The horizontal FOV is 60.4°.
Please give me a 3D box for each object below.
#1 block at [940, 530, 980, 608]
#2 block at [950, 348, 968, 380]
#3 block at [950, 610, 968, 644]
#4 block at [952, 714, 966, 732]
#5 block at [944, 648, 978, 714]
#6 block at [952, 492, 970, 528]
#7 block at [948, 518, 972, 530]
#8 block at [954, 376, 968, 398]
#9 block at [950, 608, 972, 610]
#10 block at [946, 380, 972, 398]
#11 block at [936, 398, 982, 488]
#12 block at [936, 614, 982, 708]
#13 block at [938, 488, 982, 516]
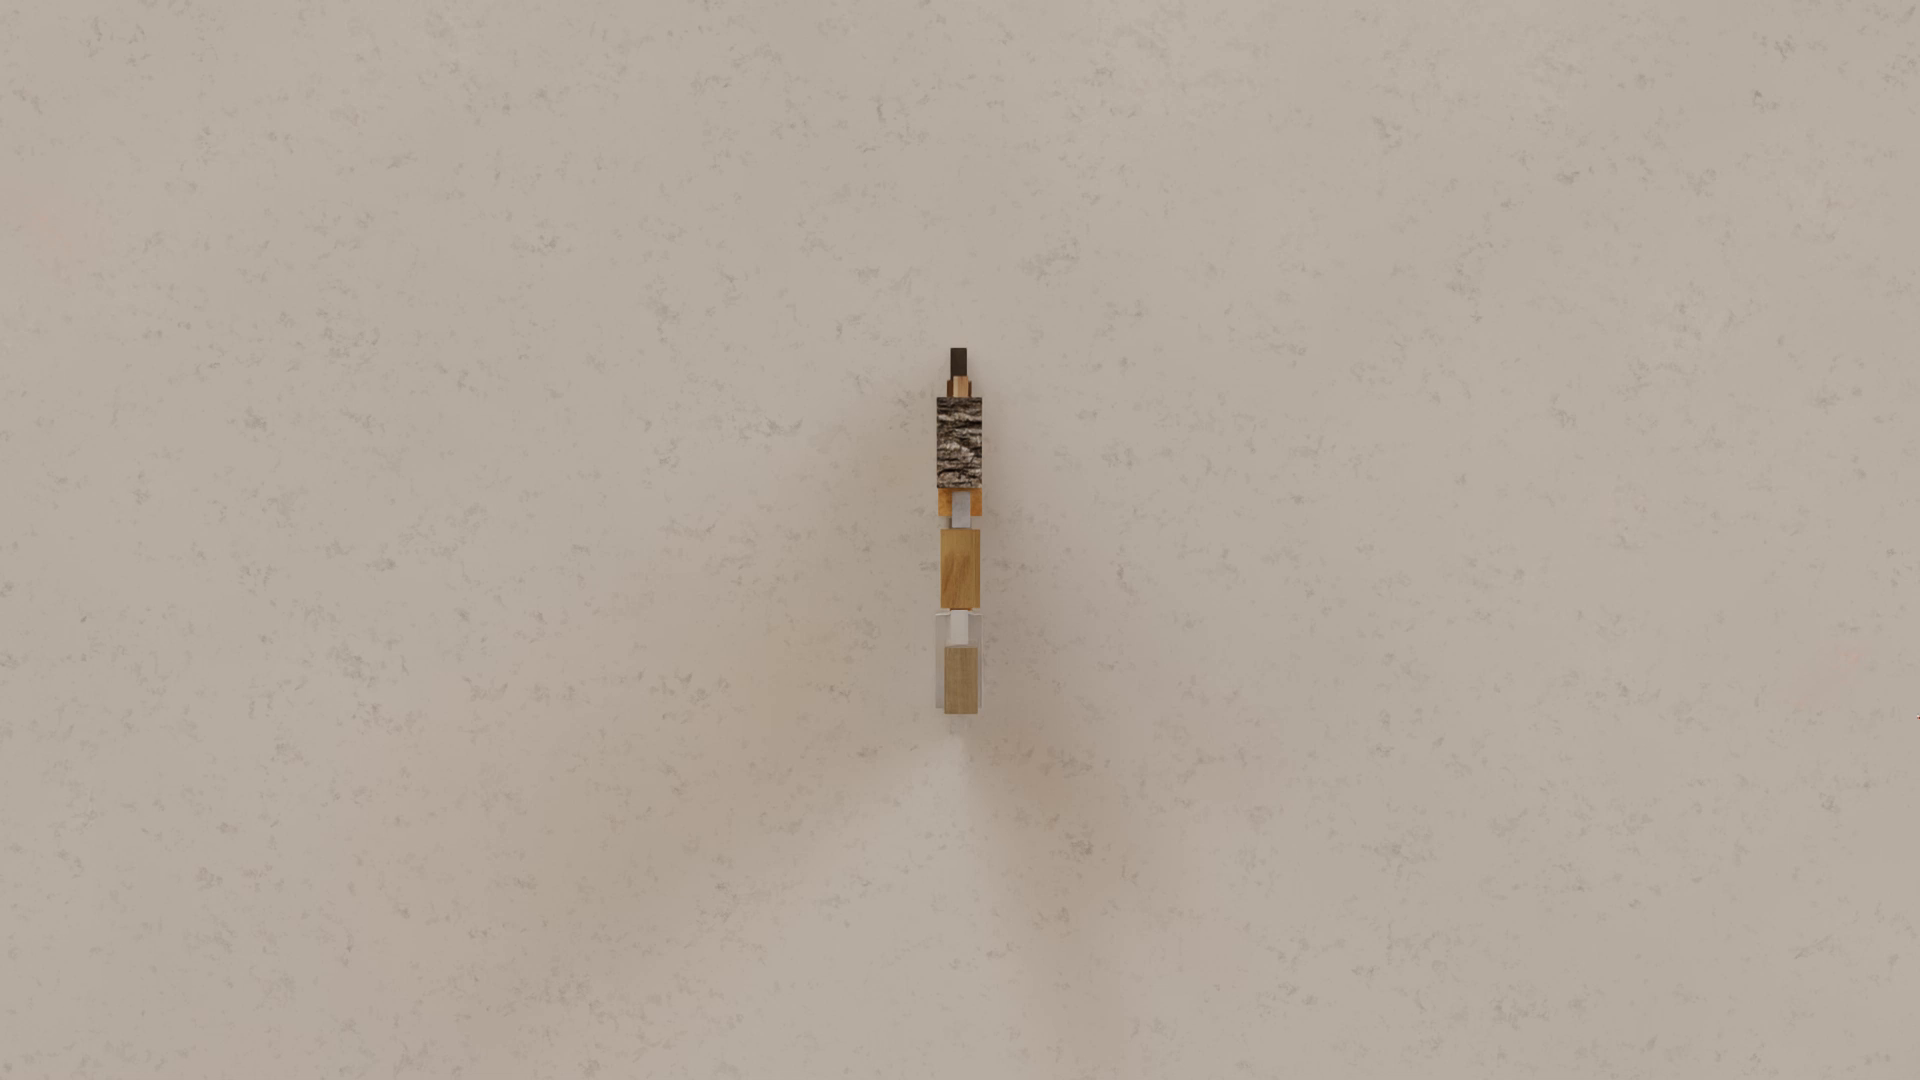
[{"bbox_3d":[0.001,0.088,5.070,0.121,0.034,0.242,0,90,0],"label":"block"},{"bbox_3d":[-0.004,-0.573,5.384,0.054,0.015,0.108,0,90,0],"label":"block"},{"bbox_3d":[-0.002,0.266,5.055,0.052,0.015,0.103,0,90,0],"label":"block"},{"bbox_3d":[-0.005,0.579,5.398,0.048,0.014,0.095,0,90,0],"label":"block"},{"bbox_3d":[0.003,0.422,4.954,0.099,0.028,0.198,0,90,0],"label":"block"},{"bbox_3d":[0.004,-0.094,5.066,0.056,0.016,0.113,0,90,0],"label":"block"},{"bbox_3d":[0.001,0.002,5.344,0.073,0.021,0.146,0,90,0],"label":"block"},{"bbox_3d":[0.003,-0.472,5.219,0.046,0.013,0.093,0,90,0],"label":"block"},{"bbox_3d":[0.004,0.154,5.340,0.075,0.021,0.149,0,90,0],"label":"block"},{"bbox_3d":[-0.003,-0.435,5.330,0.079,0.022,0.158,0,90,0],"label":"block"},{"bbox_3d":[-0.002,-0.288,4.899,0.134,0.038,0.268,0,90,0],"label":"block"},{"bbox_3d":[-0.004,0.380,5.187,0.146,0.041,0.292,0,90,0],"label":"block"},{"bbox_3d":[0.000,-0.213,5.206,0.137,0.039,0.274,0,90,0],"label":"block"}]
